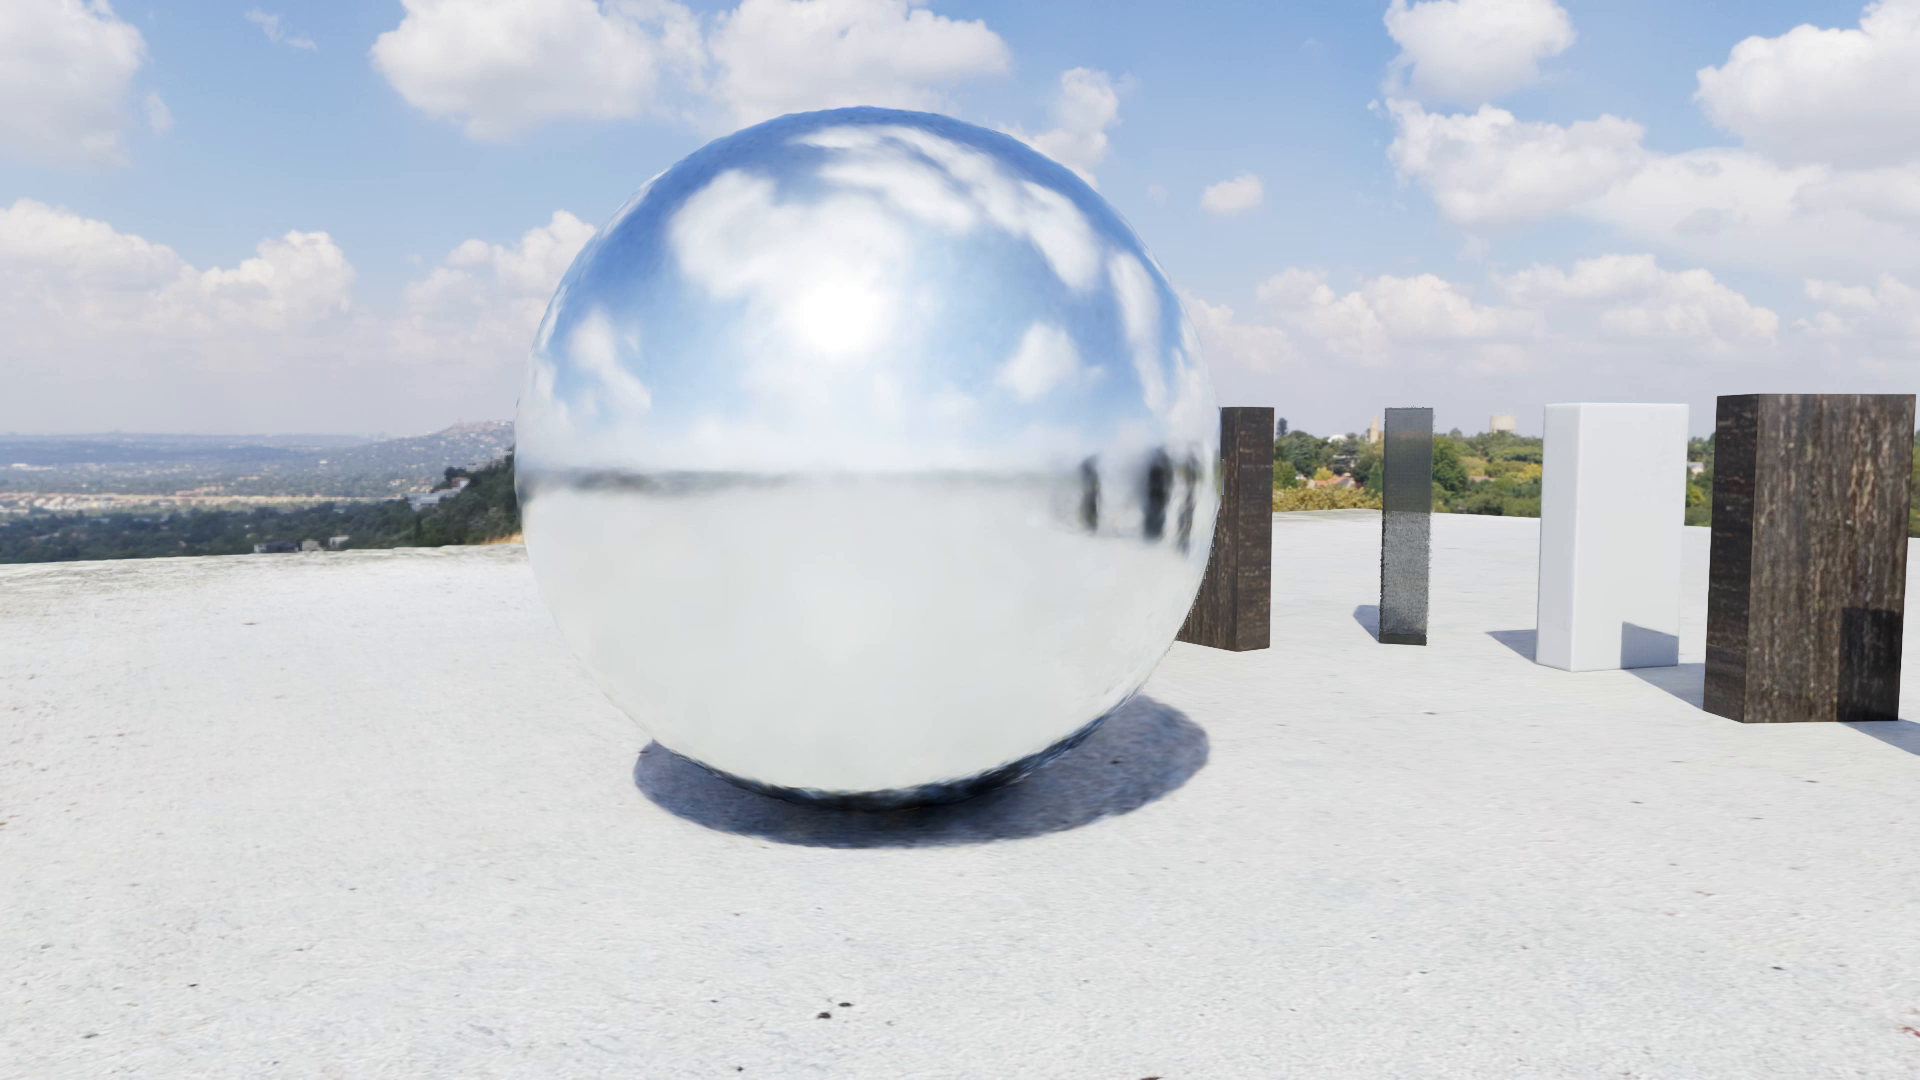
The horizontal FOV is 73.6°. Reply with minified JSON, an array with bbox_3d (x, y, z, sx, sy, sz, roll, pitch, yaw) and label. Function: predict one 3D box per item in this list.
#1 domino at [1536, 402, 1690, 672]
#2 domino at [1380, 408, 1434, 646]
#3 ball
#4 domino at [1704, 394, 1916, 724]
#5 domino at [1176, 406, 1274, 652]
[{"bbox_3d":[0.124,-0.001,0.245,0.025,0.050,0.009,-1,4,-17],"label":"domino"},{"bbox_3d":[0.098,-0.004,0.282,0.010,0.050,0.025,2,5,21],"label":"domino"},{"bbox_3d":[-0.010,-0.009,0.150,0.080,0.080,0.080,0,4,0],"label":"ball"},{"bbox_3d":[0.131,0.003,0.199,0.025,0.050,0.010,0,4,-4],"label":"domino"},{"bbox_3d":[0.054,-0.003,0.274,0.009,0.050,0.025,-3,5,-32],"label":"domino"}]
